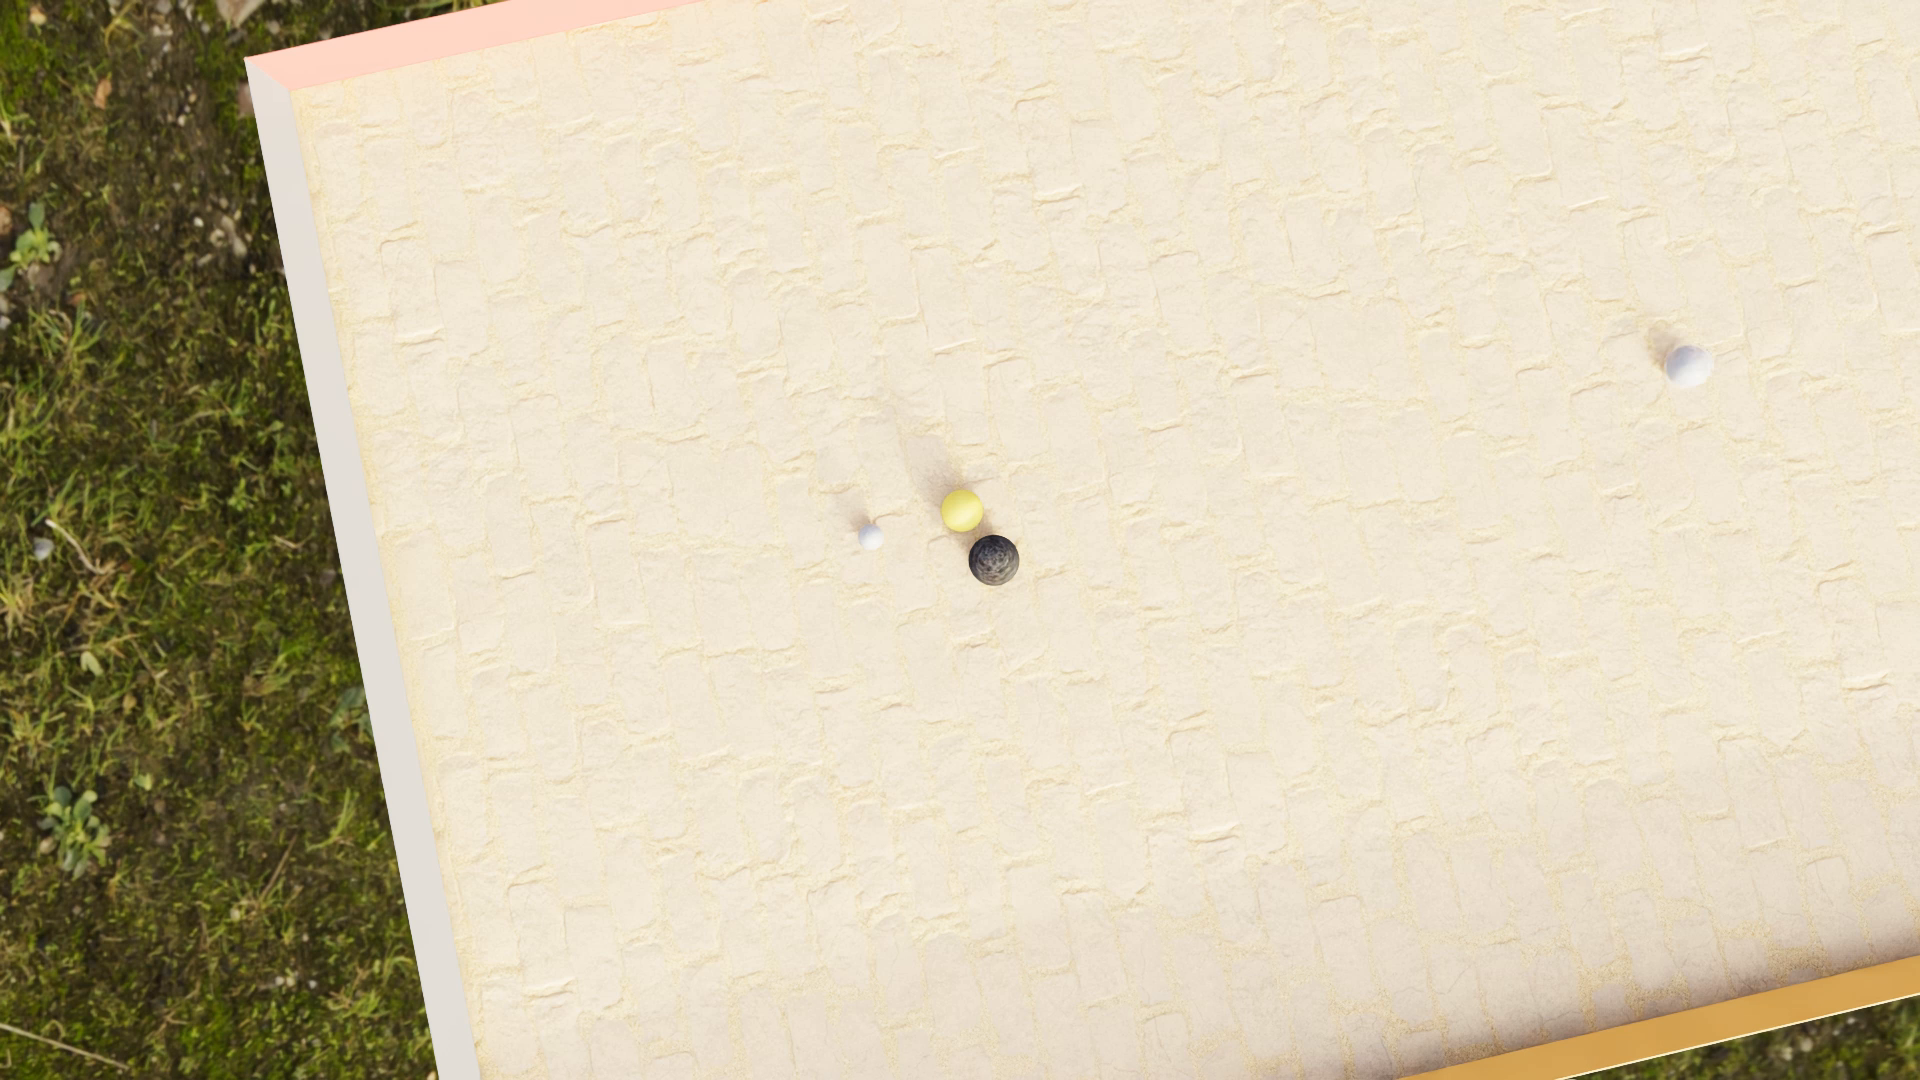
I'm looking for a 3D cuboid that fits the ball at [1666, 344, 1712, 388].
[{"bbox_3d":[1.096,-0.262,3.309,0.066,0.066,0.066,0,82,0],"label":"ball"}]

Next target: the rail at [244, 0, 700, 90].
[{"bbox_3d":[0.658,-1.091,3.413,3.553,0.099,0.045,-13,82,-2],"label":"rail"}]

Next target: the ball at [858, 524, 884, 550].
[{"bbox_3d":[-0.133,-0.004,3.284,0.040,0.040,0.040,0,82,0],"label":"ball"}]

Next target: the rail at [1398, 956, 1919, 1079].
[{"bbox_3d":[1.073,0.691,3.152,3.553,0.099,0.045,-13,82,-2],"label":"rail"}]

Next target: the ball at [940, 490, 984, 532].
[{"bbox_3d":[0.003,-0.044,3.278,0.063,0.063,0.063,0,82,0],"label":"ball"}]

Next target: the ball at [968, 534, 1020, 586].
[{"bbox_3d":[0.050,0.030,3.261,0.076,0.076,0.076,0,82,0],"label":"ball"}]

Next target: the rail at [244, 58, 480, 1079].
[{"bbox_3d":[-0.842,0.189,3.225,0.045,0.099,1.895,-13,82,-2],"label":"rail"}]
